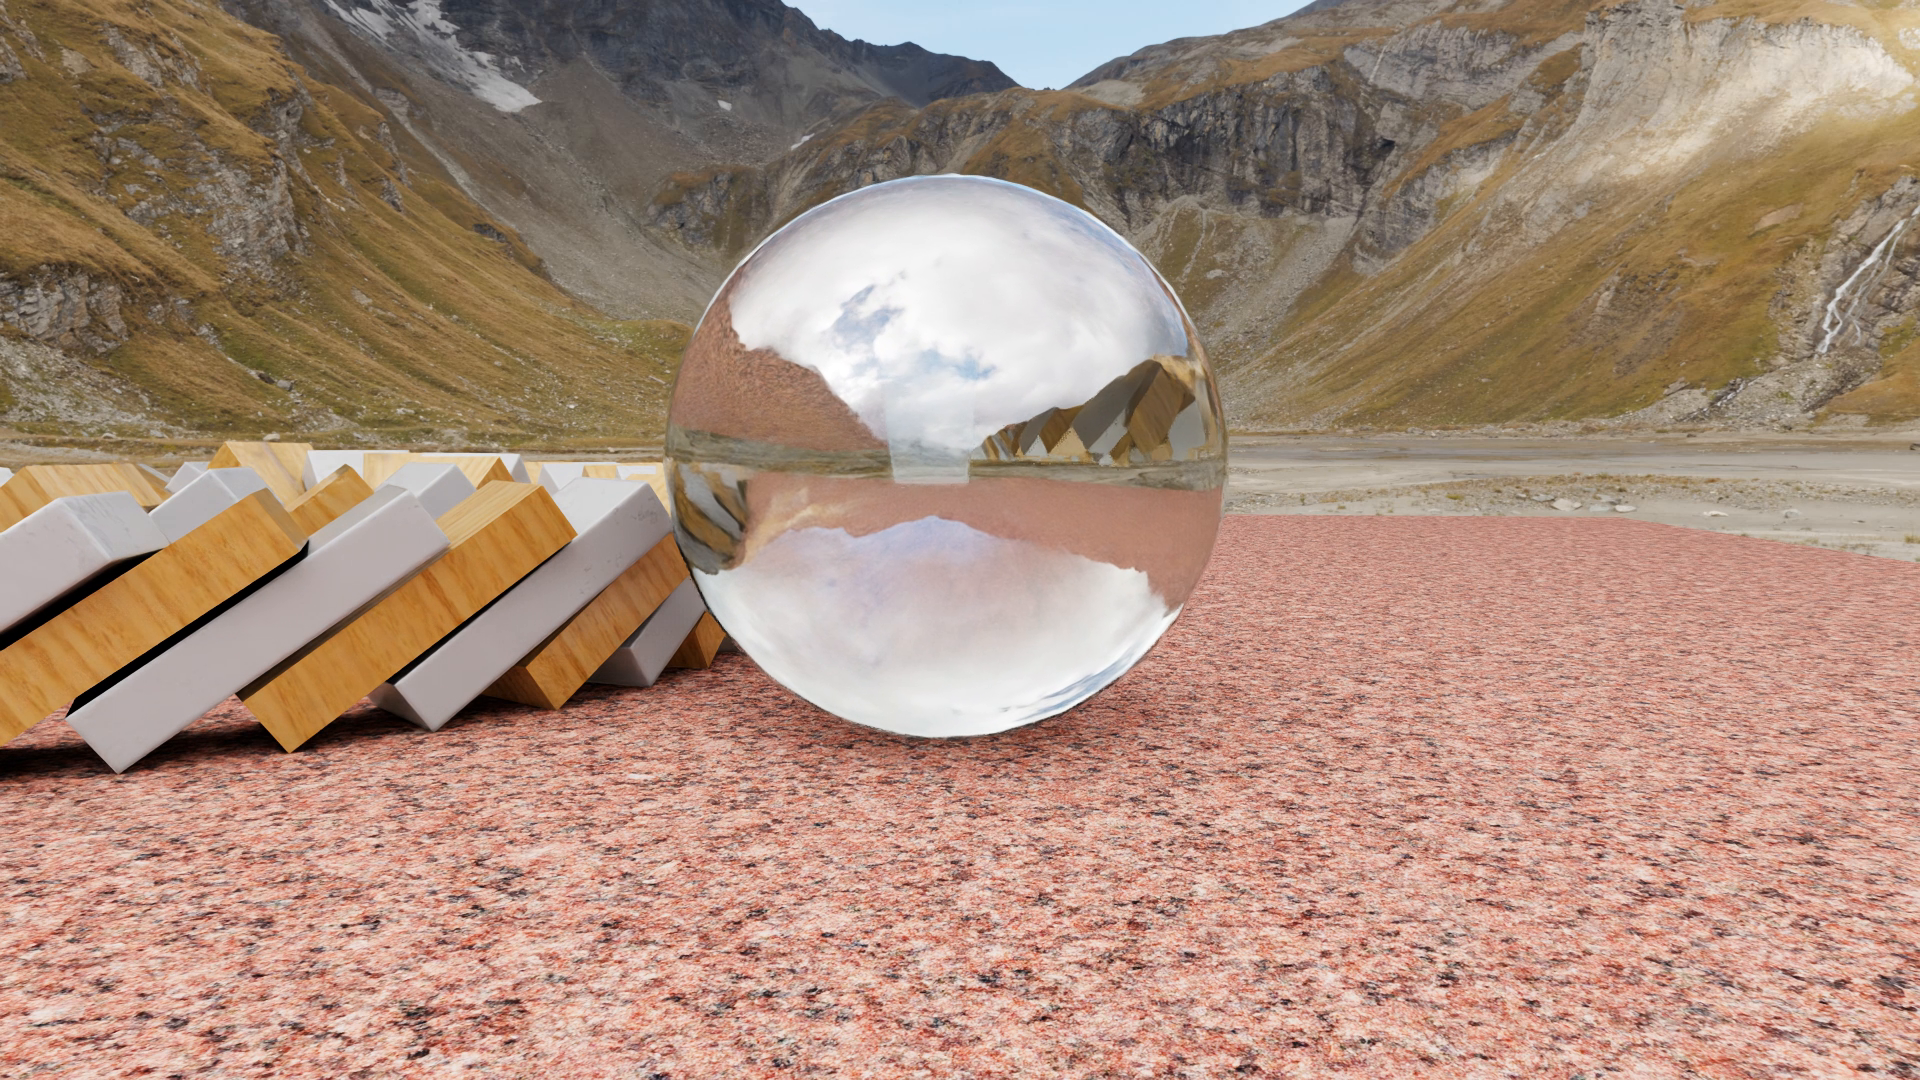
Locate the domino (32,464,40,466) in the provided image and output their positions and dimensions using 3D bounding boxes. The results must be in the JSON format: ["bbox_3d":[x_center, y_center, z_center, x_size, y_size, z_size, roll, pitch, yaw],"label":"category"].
[{"bbox_3d":[-0.237,-0.003,0.361,0.025,0.009,0.050,5,-29,51],"label":"domino"}]

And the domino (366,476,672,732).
[{"bbox_3d":[-0.073,0.009,0.209,0.025,0.009,0.050,6,42,47],"label":"domino"}]

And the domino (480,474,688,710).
[{"bbox_3d":[-0.064,0.007,0.225,0.025,0.010,0.050,4,41,37],"label":"domino"}]

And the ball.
[{"bbox_3d":[-0.002,-0.011,0.186,0.080,0.080,0.080,0,4,0],"label":"ball"}]

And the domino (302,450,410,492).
[{"bbox_3d":[-0.147,-0.002,0.326,0.025,0.009,0.050,-4,48,-41],"label":"domino"}]

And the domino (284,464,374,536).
[{"bbox_3d":[-0.133,0.005,0.242,0.050,0.009,0.025,-42,22,-18],"label":"domino"}]

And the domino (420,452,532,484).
[{"bbox_3d":[-0.120,0.000,0.296,0.025,0.009,0.050,1,46,6],"label":"domino"}]

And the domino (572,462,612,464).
[{"bbox_3d":[-0.117,-0.010,0.458,0.050,0.009,0.025,38,17,18],"label":"domino"}]

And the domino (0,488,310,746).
[{"bbox_3d":[-0.114,0.012,0.173,0.050,0.010,0.025,-38,18,-17],"label":"domino"}]

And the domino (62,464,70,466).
[{"bbox_3d":[-0.273,-0.007,0.424,0.050,0.009,0.025,37,-15,-28],"label":"domino"}]

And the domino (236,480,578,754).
[{"bbox_3d":[-0.085,0.010,0.196,0.050,0.009,0.025,-42,27,-26],"label":"domino"}]

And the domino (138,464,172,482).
[{"bbox_3d":[-0.258,-0.008,0.436,0.050,0.009,0.025,35,-9,-20],"label":"domino"}]

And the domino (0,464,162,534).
[{"bbox_3d":[-0.167,0.006,0.222,0.050,0.009,0.025,-39,2,5],"label":"domino"}]

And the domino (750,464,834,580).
[{"bbox_3d":[-0.053,-0.007,0.423,0.025,0.009,0.050,-4,40,-46],"label":"domino"}]

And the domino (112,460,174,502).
[{"bbox_3d":[-0.224,-0.004,0.375,0.050,0.010,0.025,38,-12,-22],"label":"domino"}]

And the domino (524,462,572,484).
[{"bbox_3d":[-0.117,-0.005,0.385,0.050,0.009,0.025,44,28,28],"label":"domino"}]

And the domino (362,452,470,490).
[{"bbox_3d":[-0.133,-0.001,0.314,0.025,0.009,0.050,-2,46,-21],"label":"domino"}]

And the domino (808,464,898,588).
[{"bbox_3d":[-0.025,-0.005,0.398,0.025,0.010,0.050,-3,39,-34],"label":"domino"}]

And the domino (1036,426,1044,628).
[{"bbox_3d":[0.007,-0.004,0.307,0.025,0.050,0.009,0,-30,2],"label":"domino"}]

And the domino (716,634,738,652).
[{"bbox_3d":[-0.053,0.003,0.280,0.025,0.010,0.050,1,39,10],"label":"domino"}]

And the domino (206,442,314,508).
[{"bbox_3d":[-0.167,-0.004,0.329,0.009,0.050,0.025,-45,-13,18],"label":"domino"}]

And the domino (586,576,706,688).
[{"bbox_3d":[-0.058,0.006,0.244,0.025,0.009,0.050,2,39,23],"label":"domino"}]

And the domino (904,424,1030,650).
[{"bbox_3d":[0.002,-0.001,0.273,0.025,0.050,0.010,0,-30,2],"label":"domino"}]

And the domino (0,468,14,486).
[{"bbox_3d":[-0.186,0.007,0.219,0.050,0.010,0.025,-39,-9,19],"label":"domino"}]

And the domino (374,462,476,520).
[{"bbox_3d":[-0.122,0.004,0.257,0.025,0.009,0.050,4,45,46],"label":"domino"}]

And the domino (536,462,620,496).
[{"bbox_3d":[-0.102,-0.004,0.375,0.025,0.010,0.050,-4,41,-44],"label":"domino"}]

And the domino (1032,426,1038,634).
[{"bbox_3d":[0.005,-0.003,0.296,0.025,0.050,0.009,0,-30,2],"label":"domino"}]

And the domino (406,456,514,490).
[{"bbox_3d":[-0.120,0.002,0.279,0.025,0.009,0.050,1,45,20],"label":"domino"}]

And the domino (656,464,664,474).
[{"bbox_3d":[-0.065,-0.001,0.334,0.025,0.009,0.050,-1,41,-18],"label":"domino"}]

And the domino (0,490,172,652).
[{"bbox_3d":[-0.130,0.012,0.164,0.050,0.010,0.025,-36,13,-11],"label":"domino"}]

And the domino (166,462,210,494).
[{"bbox_3d":[-0.208,-0.005,0.385,0.050,0.009,0.025,36,-4,-12],"label":"domino"}]

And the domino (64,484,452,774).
[{"bbox_3d":[-0.099,0.011,0.184,0.050,0.009,0.025,-40,22,-22],"label":"domino"}]

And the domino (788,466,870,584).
[{"bbox_3d":[-0.038,-0.006,0.411,0.025,0.009,0.050,-4,39,-39],"label":"domino"}]

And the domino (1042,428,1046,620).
[{"bbox_3d":[0.008,-0.005,0.319,0.025,0.050,0.010,0,-31,2],"label":"domino"}]

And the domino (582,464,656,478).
[{"bbox_3d":[-0.088,-0.003,0.363,0.025,0.009,0.050,-3,40,-35],"label":"domino"}]

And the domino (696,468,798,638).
[{"bbox_3d":[-0.053,0.002,0.298,0.025,0.009,0.050,1,39,3],"label":"domino"}]

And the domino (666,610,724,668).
[{"bbox_3d":[-0.056,0.005,0.263,0.025,0.009,0.050,1,39,14],"label":"domino"}]

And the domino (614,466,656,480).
[{"bbox_3d":[-0.076,-0.002,0.349,0.025,0.009,0.050,-2,40,-29],"label":"domino"}]

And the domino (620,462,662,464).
[{"bbox_3d":[-0.099,-0.009,0.452,0.050,0.009,0.025,39,22,23],"label":"domino"}]

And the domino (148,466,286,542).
[{"bbox_3d":[-0.149,0.006,0.231,0.050,0.009,0.025,-39,12,-9],"label":"domino"}]

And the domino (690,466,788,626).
[{"bbox_3d":[-0.056,0.000,0.316,0.025,0.009,0.050,0,40,-4],"label":"domino"}]

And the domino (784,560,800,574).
[{"bbox_3d":[-0.068,-0.008,0.434,0.050,0.009,0.025,42,28,29],"label":"domino"}]

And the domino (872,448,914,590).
[{"bbox_3d":[-0.009,-0.007,0.384,0.025,0.009,0.050,0,47,-17],"label":"domino"}]

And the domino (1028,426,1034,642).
[{"bbox_3d":[0.004,-0.002,0.284,0.025,0.050,0.009,0,-30,2],"label":"domino"}]
